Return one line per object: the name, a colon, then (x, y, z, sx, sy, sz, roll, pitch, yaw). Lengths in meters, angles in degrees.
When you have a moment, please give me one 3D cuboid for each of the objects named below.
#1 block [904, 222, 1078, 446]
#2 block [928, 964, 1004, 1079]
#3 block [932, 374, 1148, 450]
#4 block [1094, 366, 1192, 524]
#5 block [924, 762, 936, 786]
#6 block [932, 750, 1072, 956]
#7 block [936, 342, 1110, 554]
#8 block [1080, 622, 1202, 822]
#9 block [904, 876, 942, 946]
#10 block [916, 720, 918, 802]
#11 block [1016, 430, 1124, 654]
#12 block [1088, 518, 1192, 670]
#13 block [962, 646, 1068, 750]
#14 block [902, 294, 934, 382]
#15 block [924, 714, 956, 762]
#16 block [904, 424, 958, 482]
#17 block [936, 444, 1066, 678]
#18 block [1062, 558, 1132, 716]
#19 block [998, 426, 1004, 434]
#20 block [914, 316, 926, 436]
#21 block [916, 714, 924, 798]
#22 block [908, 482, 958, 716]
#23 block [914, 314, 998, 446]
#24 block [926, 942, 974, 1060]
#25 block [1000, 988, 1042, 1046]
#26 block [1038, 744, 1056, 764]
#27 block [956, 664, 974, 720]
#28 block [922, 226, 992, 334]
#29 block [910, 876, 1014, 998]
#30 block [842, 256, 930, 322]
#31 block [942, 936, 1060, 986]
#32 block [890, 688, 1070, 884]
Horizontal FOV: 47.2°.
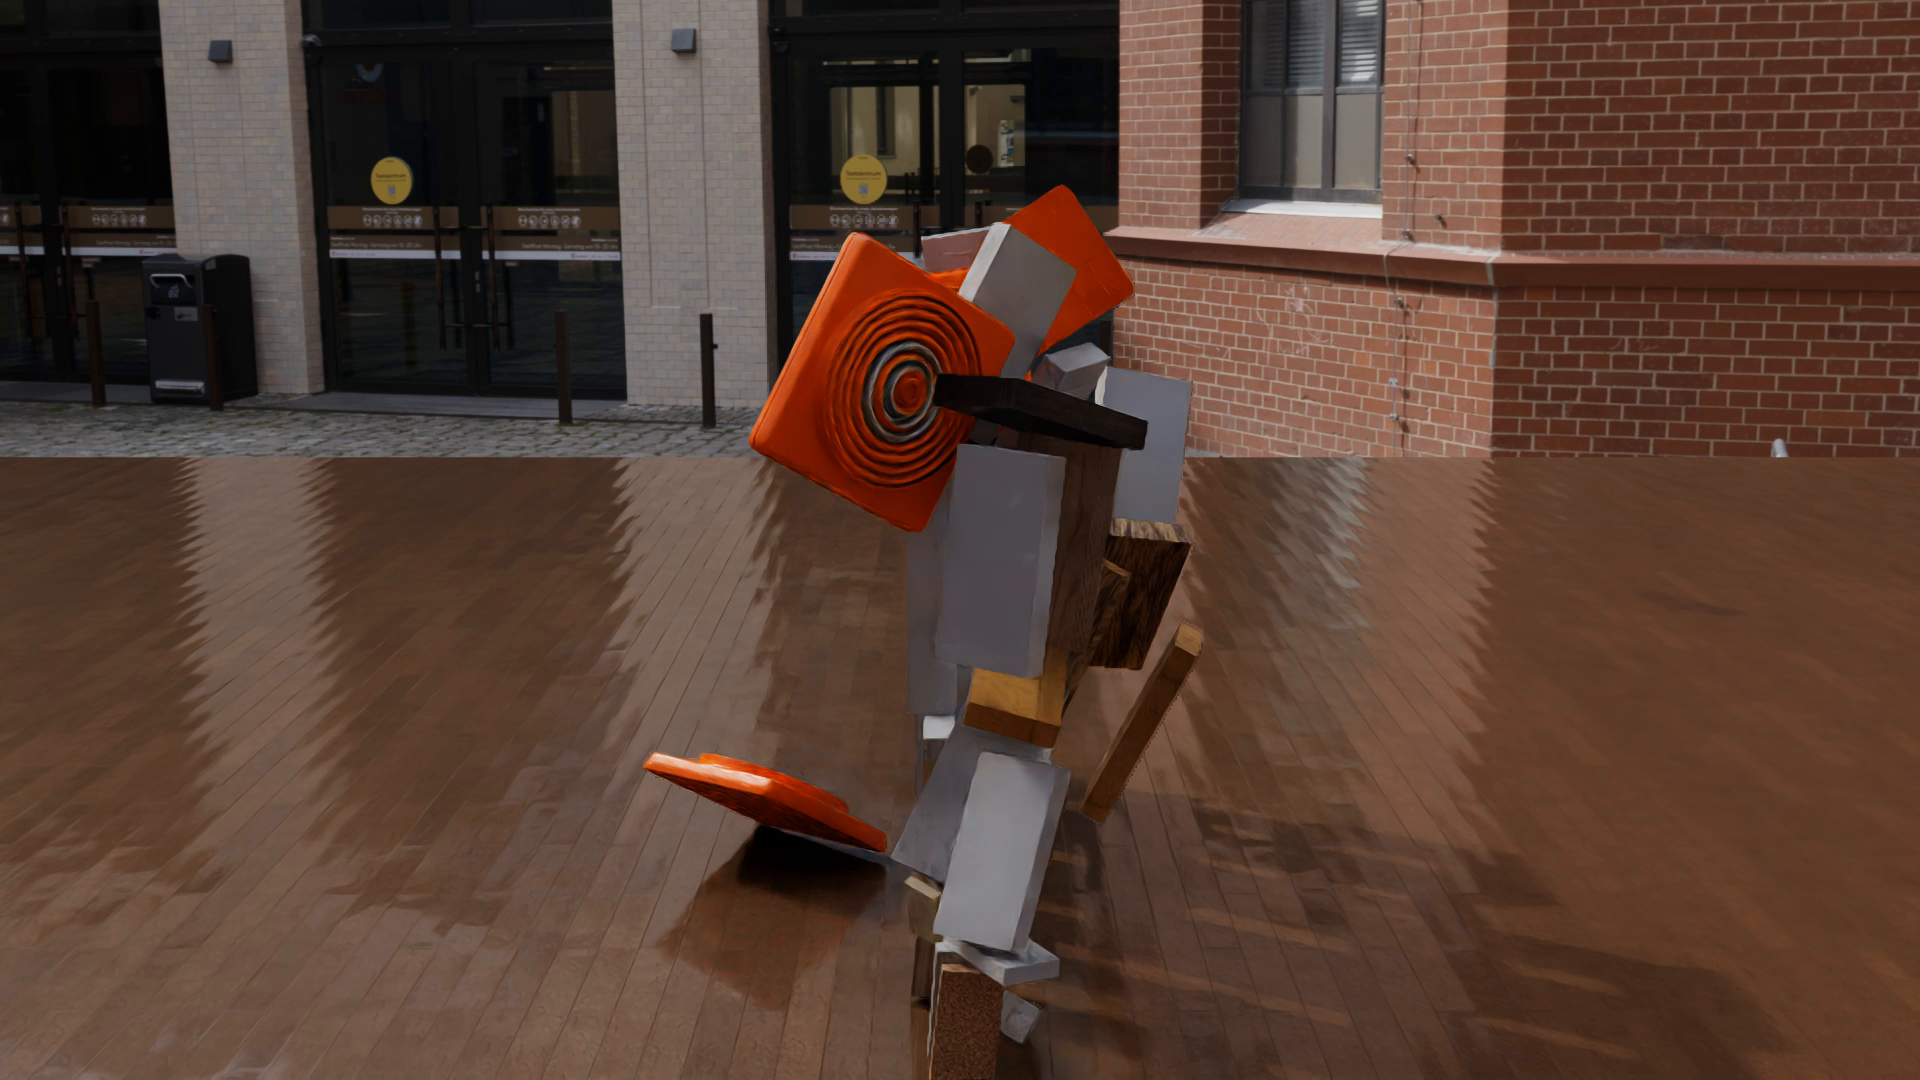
block: (0.046, -0.293, 3.150, 0.144, 0.287, 0.041, 28, -2, -37)
block: (0.009, 0.644, 2.896, 0.084, 0.167, 0.024, 5, 11, -4)
block: (0.112, -0.173, 2.988, 0.143, 0.040, 0.285, 6, -5, 42)
block: (0.275, -0.118, 3.469, 0.144, 0.287, 0.041, 10, -7, -16)
block: (0.006, 0.473, 3.589, 0.129, 0.258, 0.037, 0, 12, 0)
block: (0.055, 0.412, 2.906, 0.125, 0.249, 0.035, 7, -15, 34)
block: (0.092, -0.128, 3.222, 0.041, 0.349, 0.144, 39, 29, 17)
block: (0.301, 0.302, 3.650, 0.040, 0.328, 0.142, 29, 16, 2)
block: (-0.048, 0.515, 3.047, 0.053, 0.106, 0.015, 25, 50, 30)
block: (-0.002, 0.333, 4.151, 0.164, 0.328, 0.047, 0, 11, 0)
block: (0.130, 0.002, 3.038, 0.143, 0.285, 0.040, 10, 6, 6)
block: (0.254, 0.088, 3.465, 0.142, 0.283, 0.040, 6, 42, -13)
block: (0.079, 0.194, 3.006, 0.125, 0.035, 0.249, 15, 24, -1)
block: (-0.019, -0.331, 3.978, 0.146, 0.041, 0.292, -4, 49, -3)
block: (0.005, 0.312, 3.645, 0.129, 0.037, 0.258, 0, 10, 0)
block: (-0.004, -0.150, 3.712, 0.177, 0.050, 0.355, 0, 10, -1)
block: (0.052, 0.025, 2.855, 0.143, 0.285, 0.040, 10, 7, 34)
block: (0.137, 0.144, 3.365, 0.142, 0.283, 0.040, 31, 16, 21)
block: (0.168, -0.081, 3.513, 0.115, 0.312, 0.033, -25, 3, 9)
block: (-0.005, -0.287, 3.809, 0.146, 0.041, 0.293, 0, 41, -1)
block: (0.000, 0.405, 3.852, 0.148, 0.297, 0.042, 0, 11, 0)
block: (0.004, 0.091, 3.644, 0.177, 0.399, 0.050, 1, 9, 4)
block: (-0.003, -0.257, 3.539, 0.115, 0.230, 0.033, 2, 37, 10)
block: (0.003, 0.628, 2.992, 0.084, 0.167, 0.024, 2, 19, -7)
block: (0.055, 0.647, 3.037, 0.106, 0.053, 0.015, 27, -14, 22)
block: (0.055, 0.329, 3.271, 0.148, 0.042, 0.297, 12, 11, 5)
block: (0.054, 0.202, 3.151, 0.115, 0.230, 0.033, 2, -2, 2)
block: (0.016, -0.364, 3.420, 0.115, 0.230, 0.033, -8, 17, 4)
block: (0.017, 0.520, 3.194, 0.148, 0.297, 0.042, 6, 9, 1)
block: (-0.054, -0.475, 4.058, 0.292, 0.041, 0.146, -13, -16, 28)
block: (0.053, 0.545, 2.917, 0.084, 0.024, 0.167, -4, 12, -28)
block: (0.029, 0.329, 3.081, 0.125, 0.319, 0.035, 25, -11, 8)
